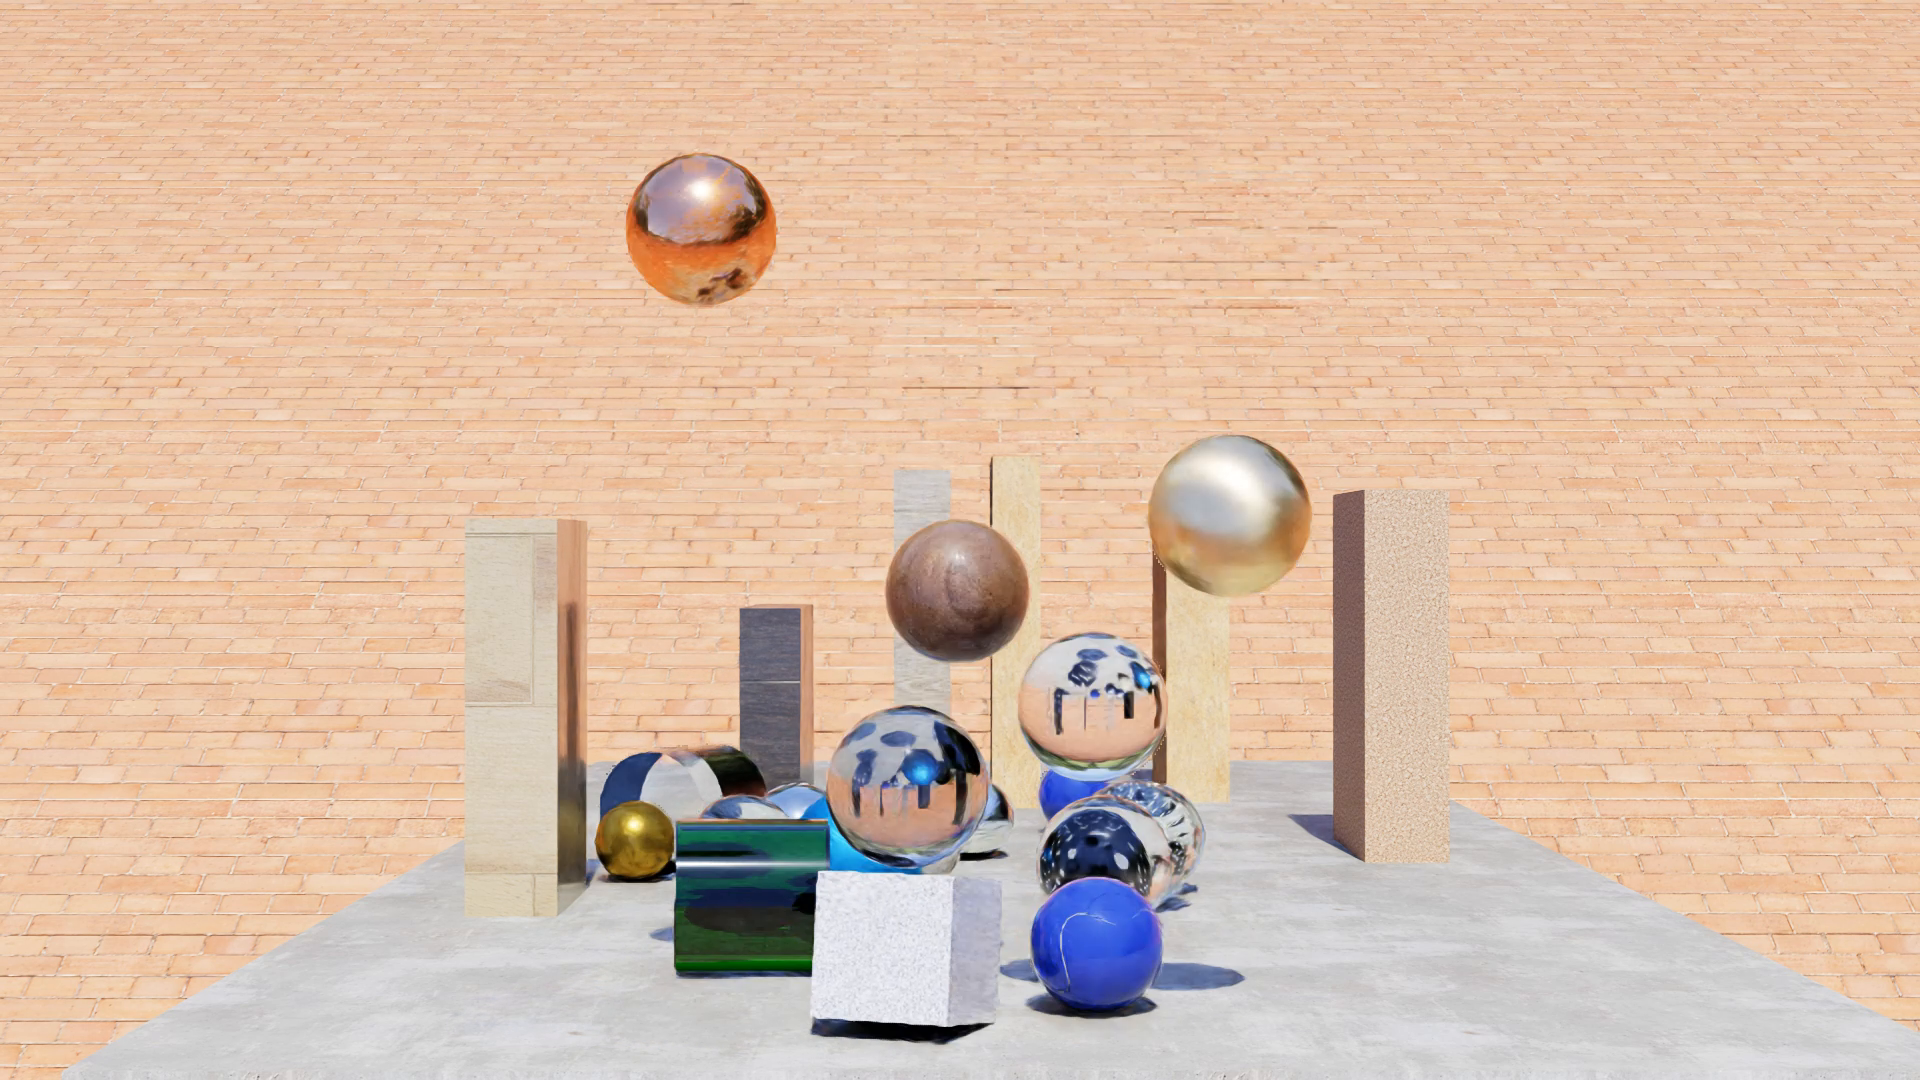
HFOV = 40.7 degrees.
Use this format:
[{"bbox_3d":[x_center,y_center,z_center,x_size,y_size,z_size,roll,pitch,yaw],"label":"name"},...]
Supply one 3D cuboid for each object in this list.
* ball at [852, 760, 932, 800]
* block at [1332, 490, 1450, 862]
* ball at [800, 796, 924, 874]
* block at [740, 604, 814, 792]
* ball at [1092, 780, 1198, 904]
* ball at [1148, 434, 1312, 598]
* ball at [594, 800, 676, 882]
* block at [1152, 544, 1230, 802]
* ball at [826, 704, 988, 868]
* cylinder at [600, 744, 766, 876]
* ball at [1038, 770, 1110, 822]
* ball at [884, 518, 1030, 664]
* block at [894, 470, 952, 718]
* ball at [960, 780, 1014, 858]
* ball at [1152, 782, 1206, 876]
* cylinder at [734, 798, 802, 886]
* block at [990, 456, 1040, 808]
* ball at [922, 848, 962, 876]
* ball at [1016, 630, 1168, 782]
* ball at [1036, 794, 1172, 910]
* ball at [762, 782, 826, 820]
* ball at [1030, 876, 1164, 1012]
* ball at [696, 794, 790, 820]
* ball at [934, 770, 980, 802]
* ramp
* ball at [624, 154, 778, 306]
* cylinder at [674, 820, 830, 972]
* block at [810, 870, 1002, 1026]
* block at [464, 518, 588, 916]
[{"bbox_3d":[-0.127,0.484,4.793,0.153,0.153,0.153,0,31,0],"label":"ball"},{"bbox_3d":[0.774,0.237,4.672,0.146,0.646,0.383,0,0,0],"label":"block"},{"bbox_3d":[-0.150,0.457,3.737,0.197,0.197,0.197,0,31,0],"label":"ball"},{"bbox_3d":[-0.356,0.346,5.071,0.115,0.433,0.427,0,0,0],"label":"block"},{"bbox_3d":[0.262,0.459,3.902,0.193,0.193,0.193,0,31,0],"label":"ball"},{"bbox_3d":[0.300,-0.027,2.883,0.182,0.182,0.182,0,31,0],"label":"ball"},{"bbox_3d":[-0.532,0.492,4.235,0.131,0.131,0.131,0,31,0],"label":"ball"},{"bbox_3d":[0.512,0.226,5.765,0.134,0.678,0.400,0,0,0],"label":"block"},{"bbox_3d":[-0.061,0.282,2.967,0.187,0.187,0.187,0,31,0],"label":"ball"},{"bbox_3d":[-0.467,0.455,4.392,0.207,0.207,0.207,17,7,26],"label":"cylinder"},{"bbox_3d":[0.220,0.491,4.953,0.140,0.140,0.140,0,31,0],"label":"ball"},{"bbox_3d":[-0.003,0.064,3.223,0.181,0.181,0.181,0,31,0],"label":"ball"},{"bbox_3d":[-0.081,0.207,5.728,0.122,0.715,0.349,0,0,0],"label":"block"},{"bbox_3d":[0.025,0.489,4.557,0.140,0.140,0.140,0,31,0],"label":"ball"},{"bbox_3d":[0.302,0.470,4.091,0.172,0.172,0.172,0,31,0],"label":"ball"},{"bbox_3d":[-0.303,0.493,4.222,0.130,0.130,0.130,-4,0,-7],"label":"cylinder"},{"bbox_3d":[0.118,0.195,5.617,0.102,0.739,0.360,0,0,0],"label":"block"},{"bbox_3d":[-0.072,0.482,4.127,0.149,0.149,0.149,0,31,0],"label":"ball"},{"bbox_3d":[0.158,0.198,3.084,0.181,0.181,0.181,0,31,0],"label":"ball"},{"bbox_3d":[0.203,0.458,3.664,0.194,0.194,0.194,0,31,0],"label":"ball"},{"bbox_3d":[-0.255,0.470,4.076,0.175,0.175,0.175,0,31,0],"label":"ball"},{"bbox_3d":[0.160,0.473,3.026,0.157,0.157,0.157,0,31,0],"label":"ball"},{"bbox_3d":[-0.329,0.470,3.920,0.171,0.171,0.171,0,31,0],"label":"ball"},{"bbox_3d":[0.005,0.505,5.027,0.113,0.113,0.113,0,31,0],"label":"ball"},{"bbox_3d":[0.069,0.610,4.680,2.000,0.100,4.000,0,0,0],"label":"ramp"},{"bbox_3d":[-0.302,-0.362,3.020,0.177,0.177,0.177,0,31,0],"label":"ball"},{"bbox_3d":[-0.267,0.455,3.320,0.193,0.193,0.193,1,31,-5],"label":"cylinder"},{"bbox_3d":[-0.058,0.459,2.923,0.162,0.162,0.162,0,-8,21],"label":"block"},{"bbox_3d":[-0.662,0.263,3.973,0.136,0.587,0.308,0,0,0],"label":"block"}]
